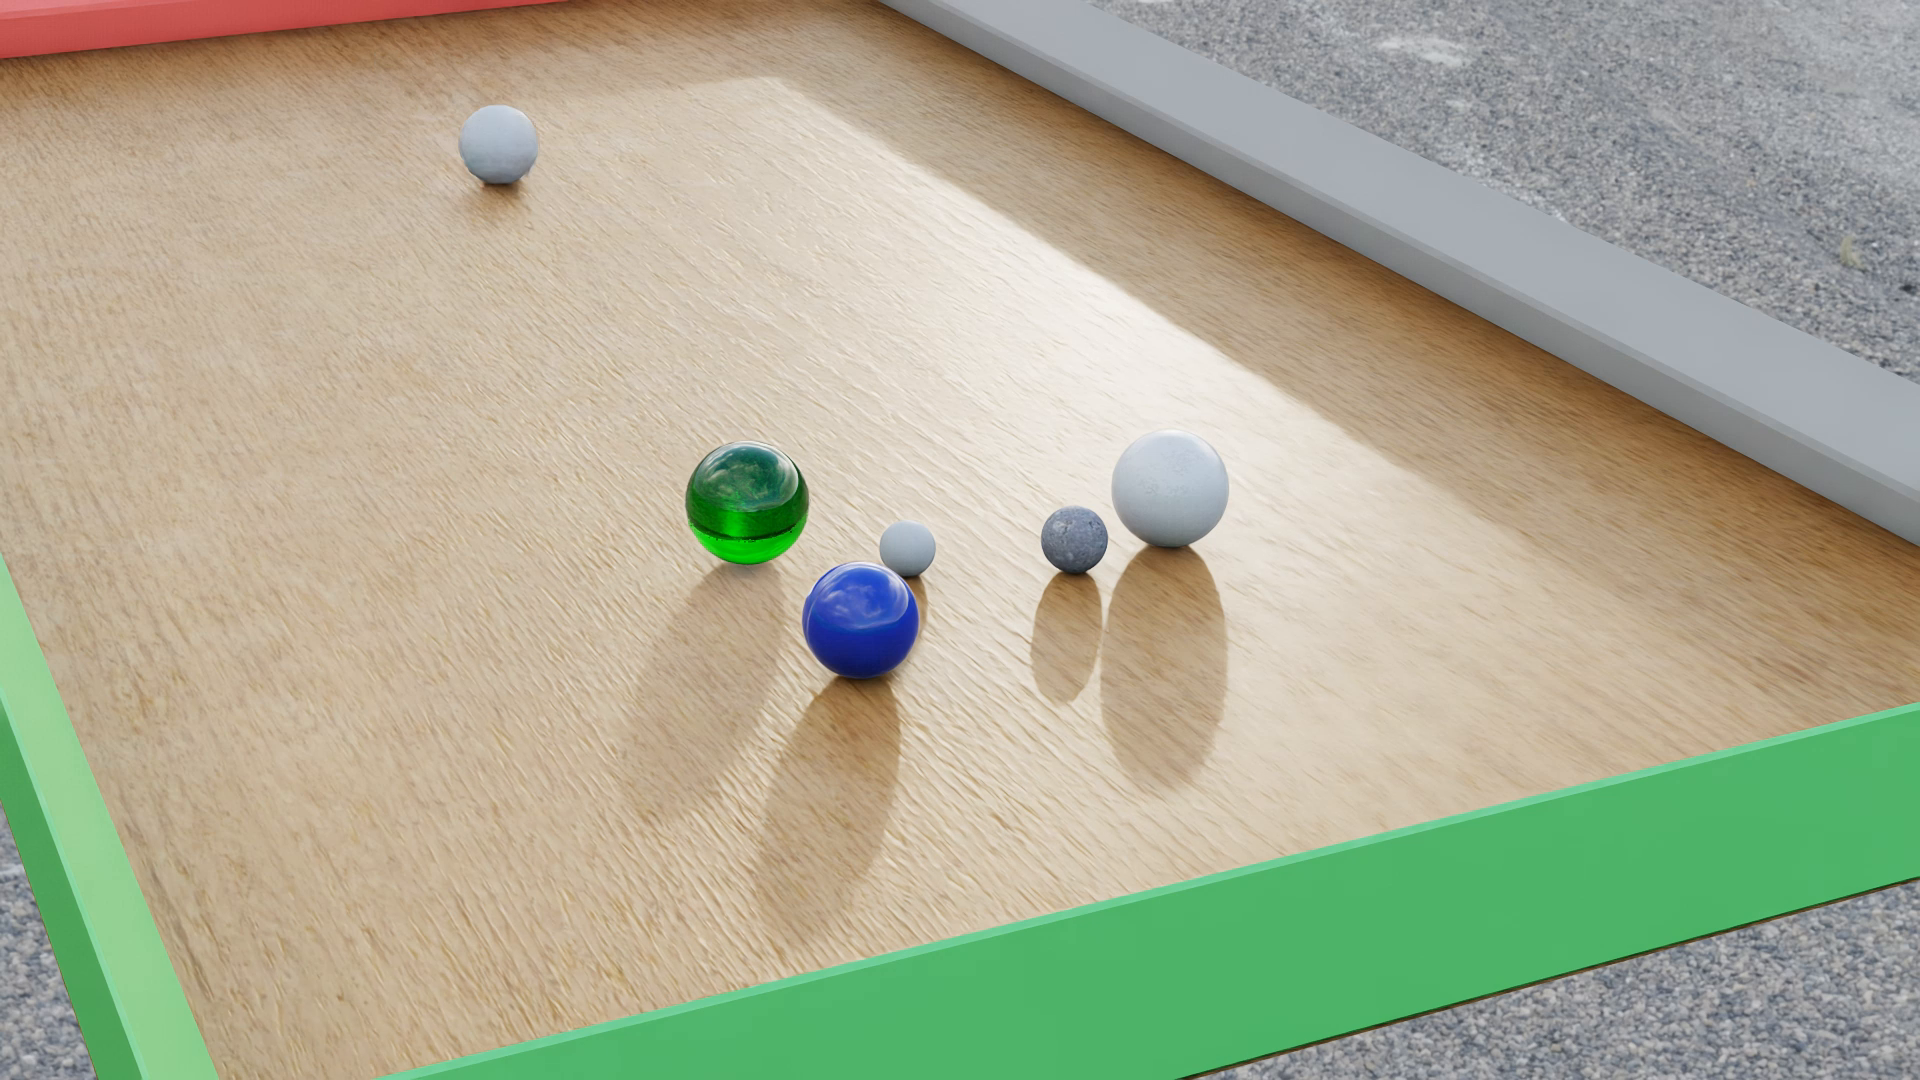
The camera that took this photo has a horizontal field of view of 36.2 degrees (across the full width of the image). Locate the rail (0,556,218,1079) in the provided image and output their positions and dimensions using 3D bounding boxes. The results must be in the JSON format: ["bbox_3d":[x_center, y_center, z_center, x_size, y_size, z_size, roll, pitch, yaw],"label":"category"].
[{"bbox_3d":[-0.903,-0.145,2.490,0.045,0.125,2.625,-11,26,-23],"label":"rail"}]

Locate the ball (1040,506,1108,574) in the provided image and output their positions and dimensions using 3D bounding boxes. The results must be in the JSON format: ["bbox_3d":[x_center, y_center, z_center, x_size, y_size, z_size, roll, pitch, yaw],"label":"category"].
[{"bbox_3d":[0.088,-0.001,2.251,0.052,0.052,0.052,0,24,0],"label":"ball"}]

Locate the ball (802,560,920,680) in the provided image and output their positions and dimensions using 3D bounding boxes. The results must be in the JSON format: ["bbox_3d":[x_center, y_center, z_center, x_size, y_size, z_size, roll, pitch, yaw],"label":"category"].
[{"bbox_3d":[-0.070,0.057,2.080,0.084,0.084,0.084,0,24,0],"label":"ball"}]

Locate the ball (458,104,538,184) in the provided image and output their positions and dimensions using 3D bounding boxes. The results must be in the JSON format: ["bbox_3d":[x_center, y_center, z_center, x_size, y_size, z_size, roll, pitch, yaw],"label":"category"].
[{"bbox_3d":[-0.501,-0.429,3.193,0.086,0.086,0.086,0,24,0],"label":"ball"}]

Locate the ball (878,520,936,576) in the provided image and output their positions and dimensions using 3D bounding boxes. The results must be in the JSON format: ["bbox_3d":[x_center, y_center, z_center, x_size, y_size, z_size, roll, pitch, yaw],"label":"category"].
[{"bbox_3d":[-0.040,0.006,2.246,0.044,0.044,0.044,0,24,0],"label":"ball"}]

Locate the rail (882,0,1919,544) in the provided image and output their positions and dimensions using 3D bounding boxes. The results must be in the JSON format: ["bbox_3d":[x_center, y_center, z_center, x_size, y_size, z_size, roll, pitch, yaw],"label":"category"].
[{"bbox_3d":[0.348,-0.378,3.025,0.045,0.125,2.625,-11,26,-23],"label":"rail"}]

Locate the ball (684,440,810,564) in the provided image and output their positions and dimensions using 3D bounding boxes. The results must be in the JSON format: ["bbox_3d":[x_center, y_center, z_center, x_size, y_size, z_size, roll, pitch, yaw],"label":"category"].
[{"bbox_3d":[-0.163,-0.029,2.262,0.096,0.096,0.096,0,24,0],"label":"ball"}]

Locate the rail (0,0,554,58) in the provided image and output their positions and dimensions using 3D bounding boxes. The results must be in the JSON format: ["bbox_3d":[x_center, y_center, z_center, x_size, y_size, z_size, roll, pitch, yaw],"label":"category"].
[{"bbox_3d":[-0.822,-0.728,3.828,1.427,0.125,0.045,-11,26,-23],"label":"rail"}]

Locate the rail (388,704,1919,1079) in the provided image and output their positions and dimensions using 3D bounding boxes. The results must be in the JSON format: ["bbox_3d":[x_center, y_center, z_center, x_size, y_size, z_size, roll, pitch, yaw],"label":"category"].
[{"bbox_3d":[0.267,0.204,1.687,1.427,0.125,0.045,-11,26,-23],"label":"rail"}]

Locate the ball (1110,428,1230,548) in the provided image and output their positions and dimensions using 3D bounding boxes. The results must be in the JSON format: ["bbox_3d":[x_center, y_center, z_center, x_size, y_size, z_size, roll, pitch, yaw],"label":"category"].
[{"bbox_3d":[0.164,-0.040,2.291,0.093,0.093,0.093,0,24,0],"label":"ball"}]
